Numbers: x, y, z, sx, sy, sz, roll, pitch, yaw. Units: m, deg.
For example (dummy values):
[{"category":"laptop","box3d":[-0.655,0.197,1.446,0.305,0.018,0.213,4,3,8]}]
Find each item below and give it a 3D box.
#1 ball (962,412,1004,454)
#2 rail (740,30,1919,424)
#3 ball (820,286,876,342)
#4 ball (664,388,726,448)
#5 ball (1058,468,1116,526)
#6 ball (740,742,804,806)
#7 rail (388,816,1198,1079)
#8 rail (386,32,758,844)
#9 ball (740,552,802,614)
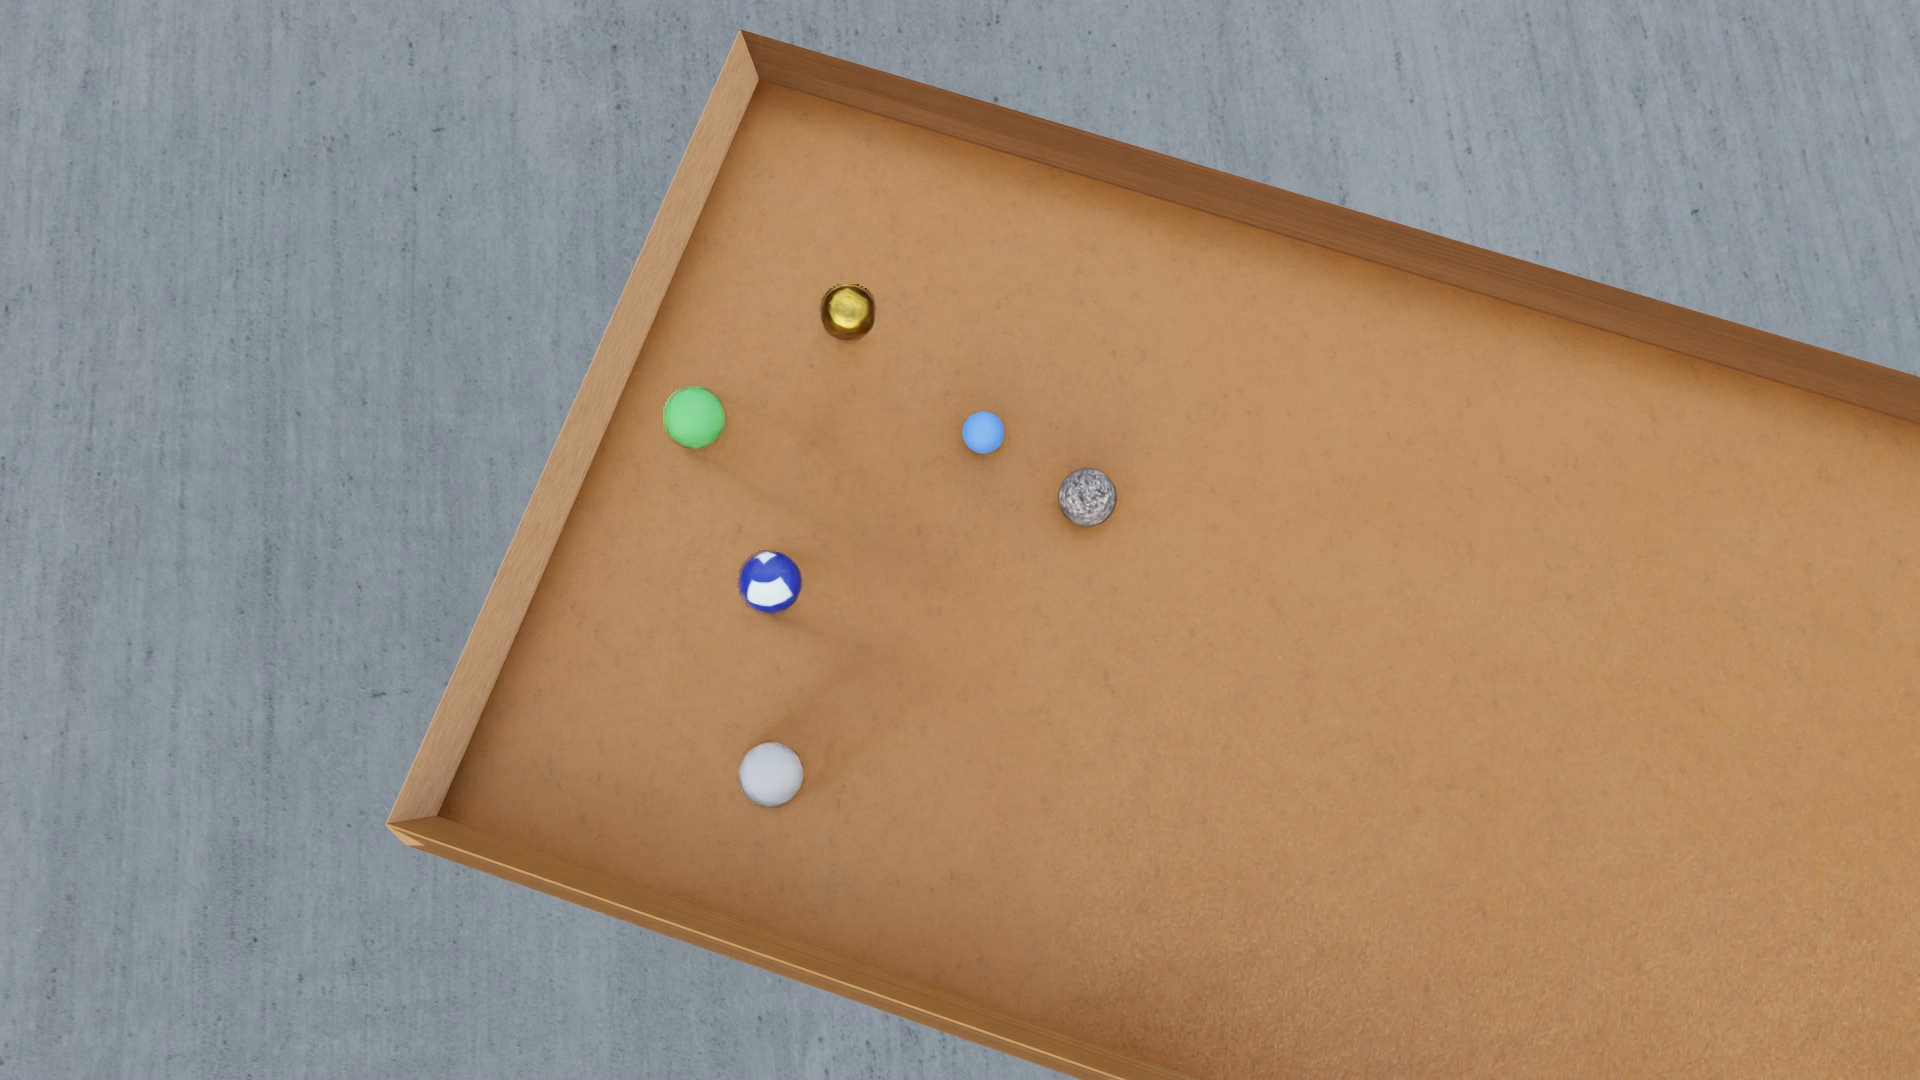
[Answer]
[{"category":"ball","box3d":[0.038,-0.173,3.532,0.068,0.068,0.068,0,69,0]},{"category":"rail","box3d":[0.831,-0.430,3.599,2.557,0.126,0.045,18,70,7]},{"category":"ball","box3d":[-0.183,-0.371,3.596,0.091,0.091,0.091,0,69,0]},{"category":"ball","box3d":[-0.425,-0.196,3.526,0.097,0.097,0.097,0,69,0]},{"category":"ball","box3d":[0.202,-0.067,3.479,0.093,0.093,0.093,0,69,0]},{"category":"ball","box3d":[-0.284,0.353,3.315,0.096,0.096,0.096,0,69,0]},{"category":"rail","box3d":[0.378,0.804,3.125,2.557,0.126,0.045,18,70,7]},{"category":"rail","box3d":[-0.582,-0.193,3.508,0.045,0.126,1.445,18,70,7]},{"category":"ball","box3d":[-0.295,0.066,3.425,0.097,0.097,0.097,0,69,0]}]
